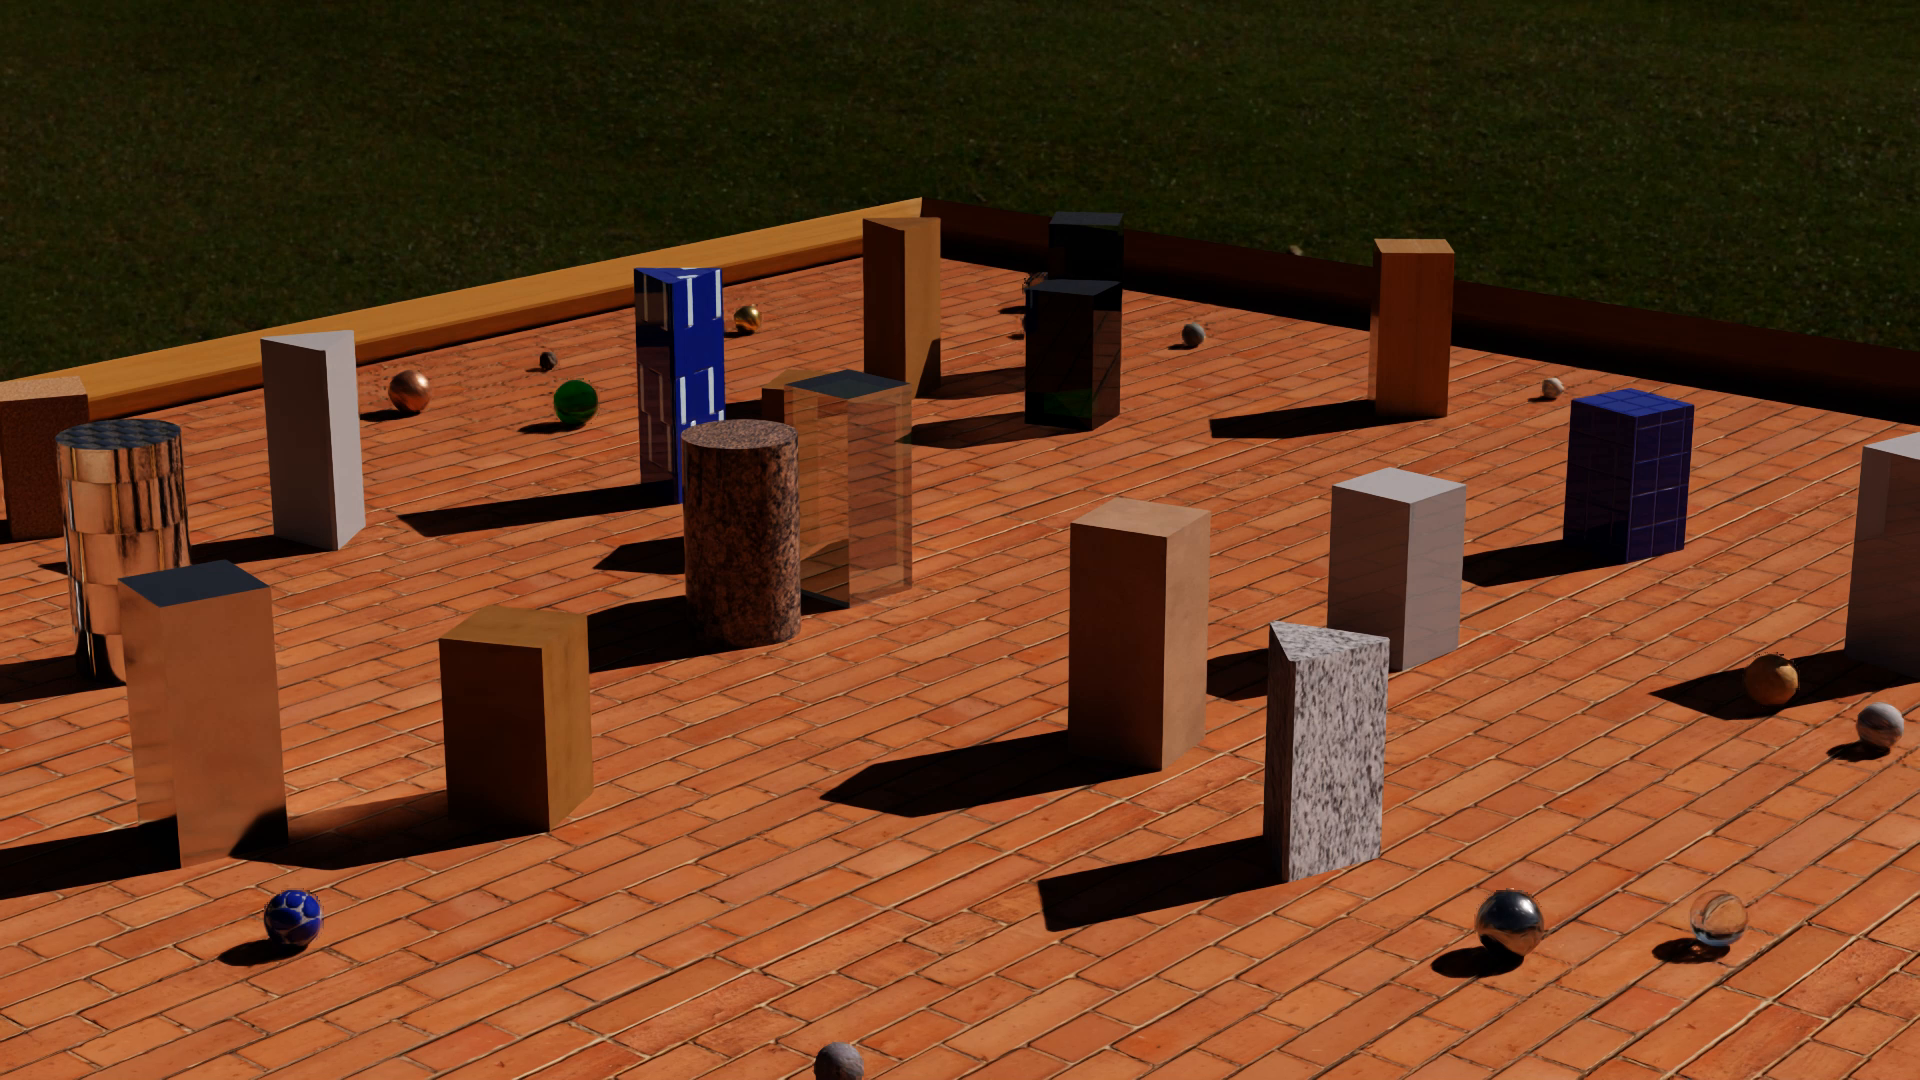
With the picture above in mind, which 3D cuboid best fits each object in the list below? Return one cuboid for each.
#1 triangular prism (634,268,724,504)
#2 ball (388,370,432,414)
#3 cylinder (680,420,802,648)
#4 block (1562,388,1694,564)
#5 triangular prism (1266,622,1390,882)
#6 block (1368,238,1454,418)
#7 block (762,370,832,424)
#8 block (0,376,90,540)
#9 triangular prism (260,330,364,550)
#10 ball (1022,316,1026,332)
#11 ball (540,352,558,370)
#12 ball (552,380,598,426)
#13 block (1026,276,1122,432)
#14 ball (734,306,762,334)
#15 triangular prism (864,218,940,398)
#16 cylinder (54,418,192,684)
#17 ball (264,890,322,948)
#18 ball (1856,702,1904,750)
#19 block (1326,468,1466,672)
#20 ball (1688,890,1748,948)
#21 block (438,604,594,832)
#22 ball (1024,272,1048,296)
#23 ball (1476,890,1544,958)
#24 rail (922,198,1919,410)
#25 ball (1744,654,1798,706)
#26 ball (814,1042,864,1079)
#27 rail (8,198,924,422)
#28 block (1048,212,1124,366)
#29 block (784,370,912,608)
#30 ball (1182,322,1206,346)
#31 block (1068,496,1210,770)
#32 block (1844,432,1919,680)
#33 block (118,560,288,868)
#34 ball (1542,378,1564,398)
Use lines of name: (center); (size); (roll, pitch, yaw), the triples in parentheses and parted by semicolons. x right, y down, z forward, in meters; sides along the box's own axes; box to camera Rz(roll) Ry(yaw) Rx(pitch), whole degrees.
triangular prism: (-0.568, -0.309, 5.716); (0.145, 0.435, 0.168); (10, 19, 29)
ball: (-1.191, -0.321, 6.349); (0.094, 0.094, 0.094); (0, 17, 0)
cylinder: (-0.365, -0.012, 4.897); (0.194, 0.341, 0.194); (0, 17, 0)
block: (1.222, -0.119, 5.366); (0.155, 0.274, 0.155); (-11, 20, -33)
triangular prism: (0.465, 0.278, 3.984); (0.168, 0.313, 0.145); (-11, 20, -32)
block: (0.975, -0.460, 6.350); (0.155, 0.359, 0.155); (0, 17, 2)
block: (-0.267, -0.150, 5.429); (0.155, 0.297, 0.155); (4, 17, 14)
block: (-1.713, -0.155, 5.497); (0.155, 0.267, 0.155); (-6, 18, -21)
triangular prism: (-1.169, -0.192, 5.430); (0.168, 0.377, 0.145); (12, 21, 35)
ball: (0.178, -0.522, 7.080); (0.056, 0.056, 0.056); (0, 17, 0)
ball: (-0.947, -0.413, 6.744); (0.041, 0.041, 0.041); (0, 17, 0)
ball: (-0.819, -0.293, 6.249); (0.097, 0.097, 0.097); (0, 17, 0)
block: (0.243, -0.400, 6.267); (0.155, 0.292, 0.155); (8, 18, 24)
ball: (-0.515, -0.534, 7.102); (0.067, 0.067, 0.067); (0, 17, 0)
triangular prism: (-0.107, -0.517, 6.494); (0.145, 0.384, 0.168); (-10, 20, -30)
cylinder: (-1.339, 0.017, 4.719); (0.194, 0.388, 0.194); (0, 17, 0)
ball: (-0.847, 0.481, 3.724); (0.073, 0.073, 0.073); (0, 17, 0)
ball: (1.381, 0.279, 4.401); (0.070, 0.070, 0.070); (0, 17, 0)
block: (0.714, 0.046, 4.806); (0.155, 0.283, 0.155); (16, 23, 42)
ball: (0.964, 0.481, 3.726); (0.073, 0.073, 0.073); (0, 17, 0)
block: (-0.626, 0.250, 4.149); (0.155, 0.271, 0.155); (5, 17, 16)
ball: (0.207, -0.628, 7.367); (0.093, 0.093, 0.093); (0, 17, 0)
ball: (0.693, 0.485, 3.694); (0.085, 0.085, 0.085); (0, 17, 0)
rail: (1.528, -0.477, 6.805); (4.369, 0.126, 0.045); (14, 22, 39)
ball: (1.267, 0.219, 4.578); (0.081, 0.081, 0.081); (0, 17, 0)
ball: (-0.138, 0.603, 3.350); (0.057, 0.057, 0.057); (0, 17, 0)
rail: (-1.631, -0.378, 6.476); (0.045, 0.126, 4.708); (14, 22, 39)
block: (0.287, -0.557, 6.676); (0.155, 0.355, 0.155); (2, 17, 7)
block: (-0.194, -0.091, 5.106); (0.155, 0.371, 0.155); (15, 23, 41)
ball: (0.555, -0.488, 6.969); (0.055, 0.055, 0.055); (0, 17, 0)
block: (0.267, 0.138, 4.367); (0.155, 0.360, 0.155); (9, 19, 27)
block: (1.560, 0.024, 4.749); (0.155, 0.357, 0.155); (-12, 21, -35)
block: (-1.037, 0.236, 4.021); (0.155, 0.372, 0.155); (-12, 20, -34)
ball: (1.308, -0.336, 6.477); (0.048, 0.048, 0.048); (0, 17, 0)
